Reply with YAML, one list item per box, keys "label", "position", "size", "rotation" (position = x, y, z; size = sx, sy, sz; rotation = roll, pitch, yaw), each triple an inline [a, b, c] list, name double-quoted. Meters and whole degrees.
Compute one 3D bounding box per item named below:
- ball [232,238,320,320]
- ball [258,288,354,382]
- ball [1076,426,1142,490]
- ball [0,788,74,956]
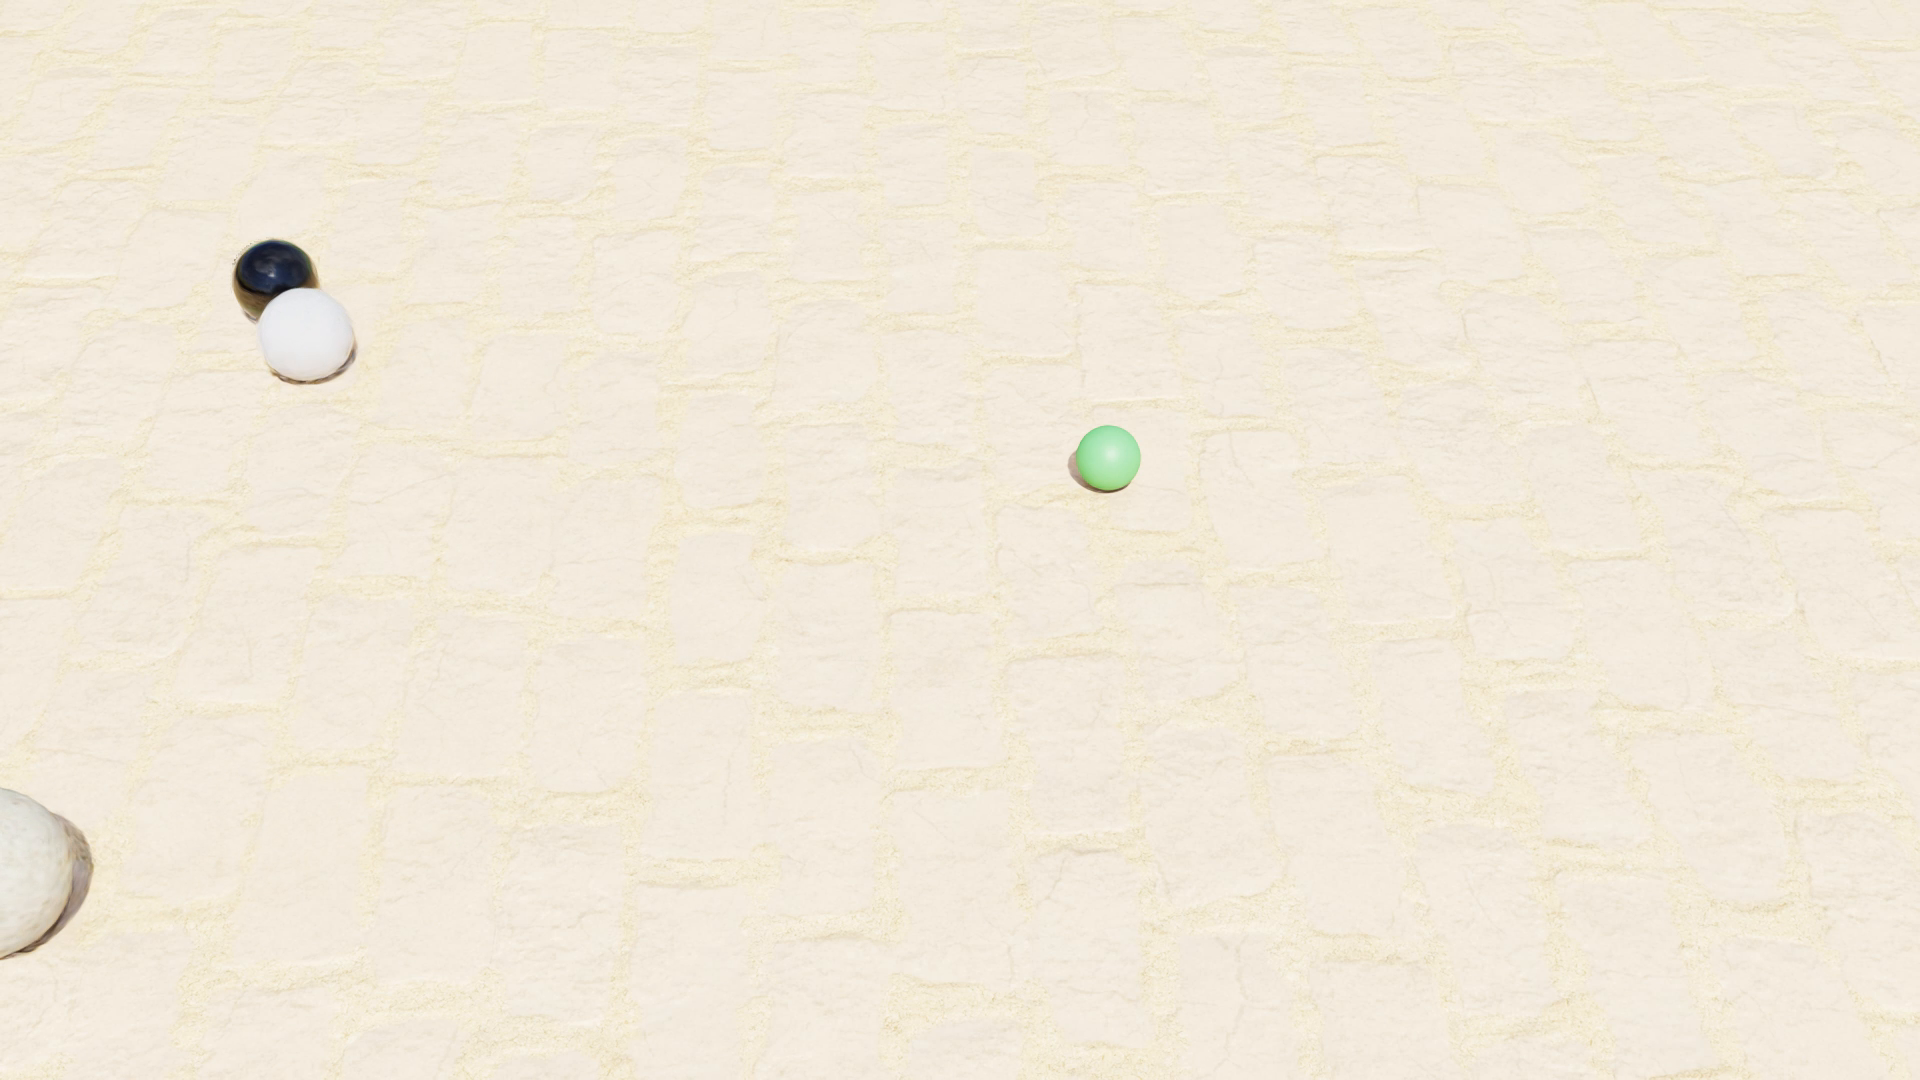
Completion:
- label: "ball"
  position: [-0.496, -0.187, 1.861]
  size: [0.062, 0.062, 0.062]
  rotation: [0, 36, 0]
- label: "ball"
  position: [-0.459, -0.144, 1.800]
  size: [0.066, 0.066, 0.066]
  rotation: [0, 36, 0]
- label: "ball"
  position: [0.098, -0.054, 1.697]
  size: [0.043, 0.043, 0.043]
  rotation: [0, 36, 0]
- label: "ball"
  position: [-0.512, 0.174, 1.346]
  size: [0.090, 0.090, 0.090]
  rotation: [0, 36, 0]
